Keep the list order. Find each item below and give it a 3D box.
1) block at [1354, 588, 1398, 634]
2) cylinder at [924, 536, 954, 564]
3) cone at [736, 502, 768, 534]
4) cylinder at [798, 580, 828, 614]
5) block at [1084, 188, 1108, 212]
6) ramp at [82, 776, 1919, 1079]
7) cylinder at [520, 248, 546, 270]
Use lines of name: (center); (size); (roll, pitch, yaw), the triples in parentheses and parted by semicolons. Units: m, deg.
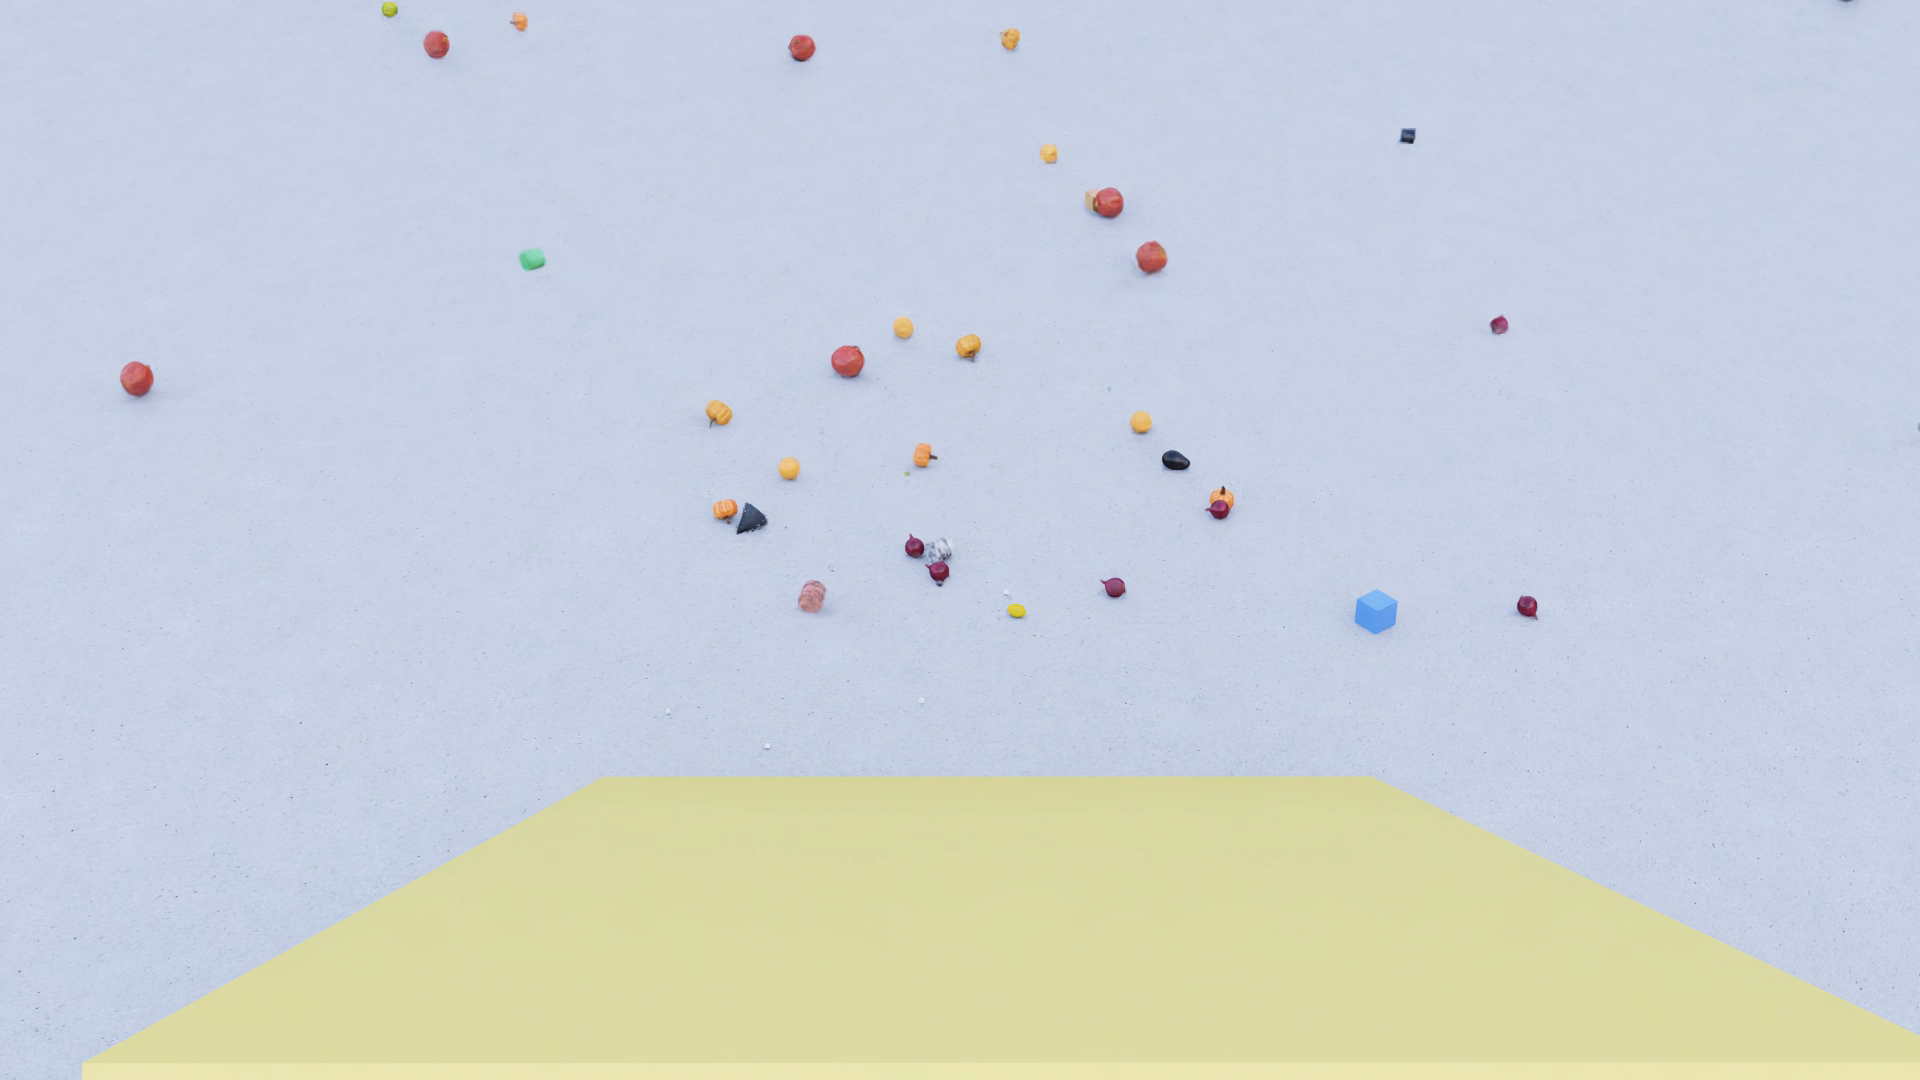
block: (1.197, 0.207, 7.457); (0.082, 0.082, 0.082); (-24, 39, -32)
cylinder: (-0.060, 0.030, 7.751); (0.065, 0.065, 0.065); (-22, 38, -30)
cone: (-0.651, -0.049, 7.896); (0.093, 0.093, 0.093); (30, 71, 38)
cylinder: (-0.428, 0.164, 7.534); (0.070, 0.070, 0.070); (5, 33, 8)
block: (0.515, -1.290, 9.824); (0.062, 0.062, 0.062); (-16, 36, -23)
ramp: (0.072, 0.634, 4.736); (2.000, 0.100, 4.000); (0, -1, 0)
cylinder: (-1.547, -1.015, 9.387); (0.066, 0.066, 0.066); (-21, 38, -30)
